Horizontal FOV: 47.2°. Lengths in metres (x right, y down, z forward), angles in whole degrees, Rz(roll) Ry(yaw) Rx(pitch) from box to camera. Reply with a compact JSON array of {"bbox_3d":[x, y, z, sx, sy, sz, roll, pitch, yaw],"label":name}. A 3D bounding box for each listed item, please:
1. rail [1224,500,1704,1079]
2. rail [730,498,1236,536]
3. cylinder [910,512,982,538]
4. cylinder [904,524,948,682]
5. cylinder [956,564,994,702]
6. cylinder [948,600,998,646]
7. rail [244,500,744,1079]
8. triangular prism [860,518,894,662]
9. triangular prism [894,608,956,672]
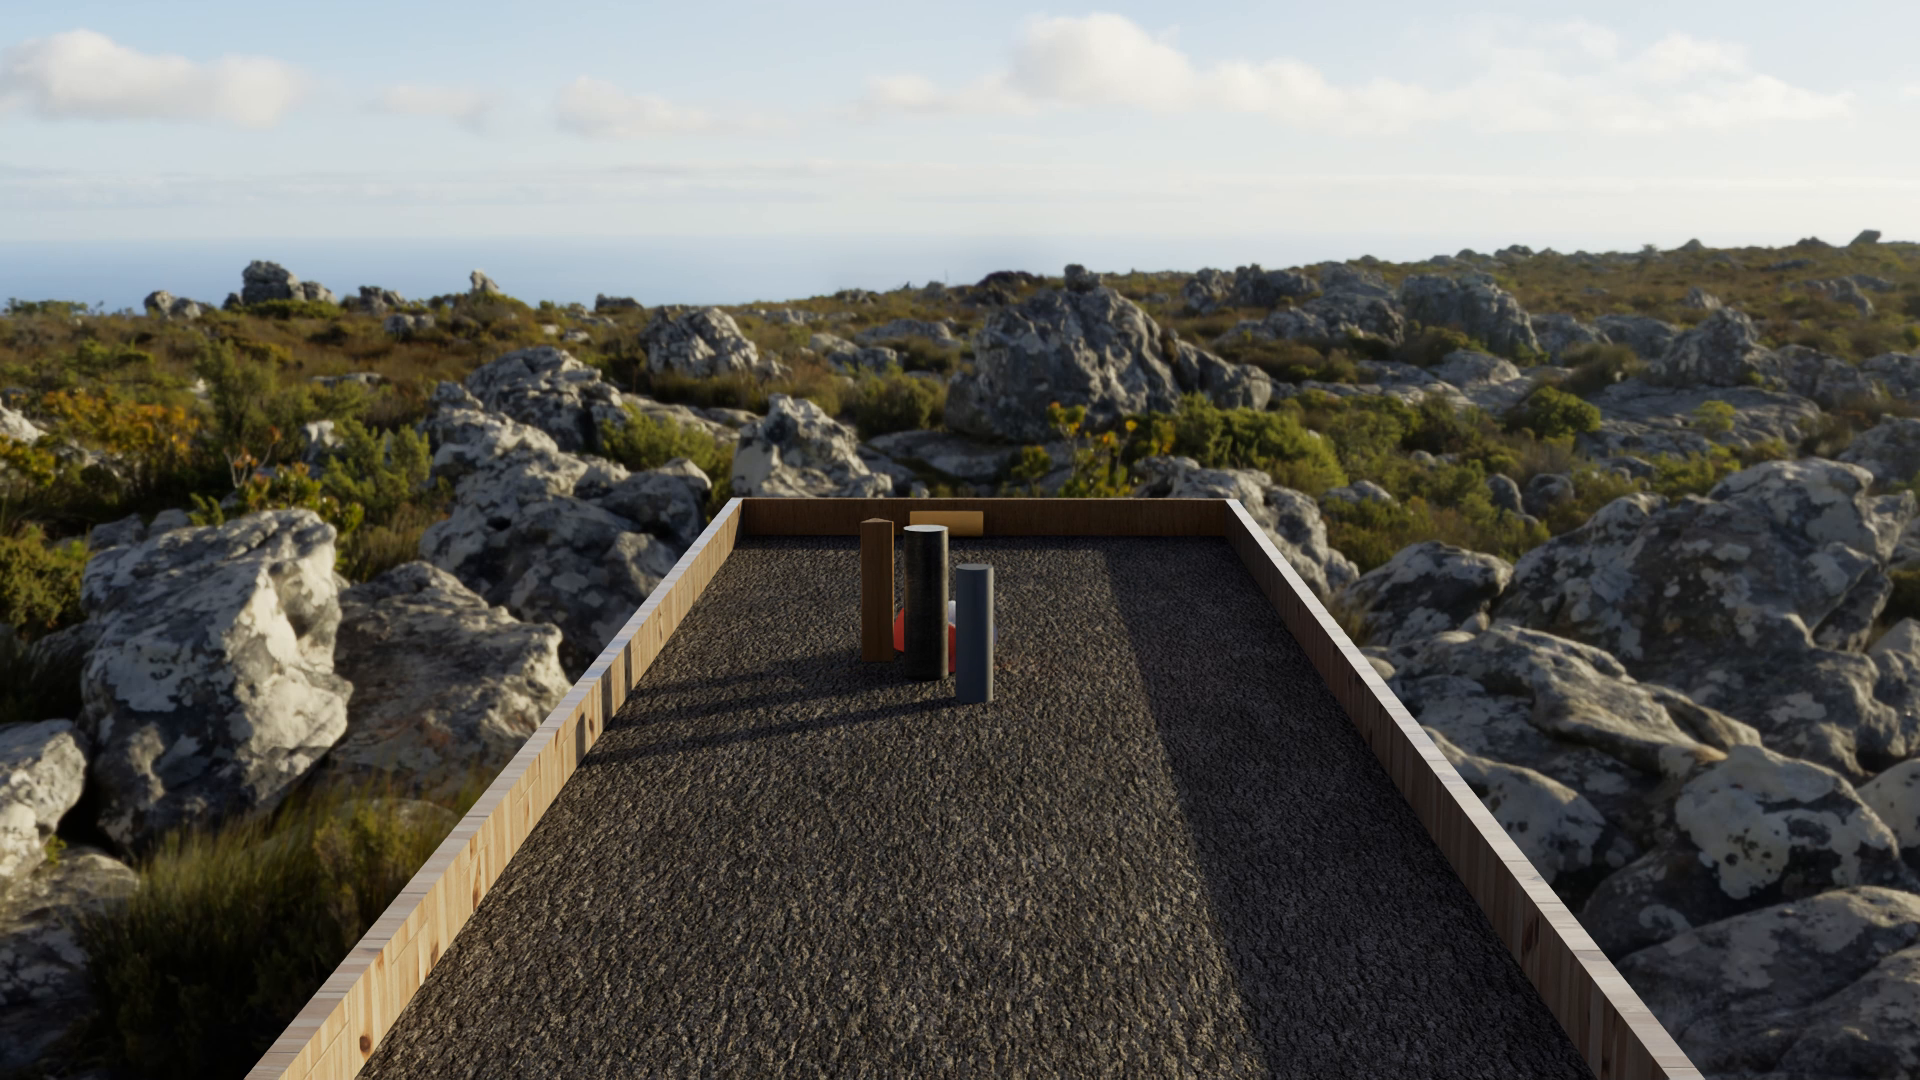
[{"bbox_3d":[1.046,0.843,3.208,0.050,0.150,12.000,0,9,1],"label":"rail"},{"bbox_3d":[0.099,-0.098,9.147,2.100,0.150,0.050,0,9,1],"label":"rail"},{"bbox_3d":[-0.056,-0.065,9.071,0.300,0.109,0.109,0,9,0],"label":"cylinder"},{"bbox_3d":[-0.099,0.183,6.442,0.131,0.442,0.131,0,9,0],"label":"cylinder"},{"bbox_3d":[0.040,0.260,6.164,0.106,0.376,0.106,0,9,0],"label":"cylinder"},{"bbox_3d":[0.019,0.274,6.913,0.115,0.115,0.302,-3,9,-17],"label":"cylinder"},{"bbox_3d":[-1.004,0.839,3.234,0.050,0.150,12.000,0,9,1],"label":"rail"},{"bbox_3d":[-0.254,0.151,6.690,0.097,0.428,0.084,-1,9,-6],"label":"triangular prism"},{"bbox_3d":[-0.080,0.300,6.736,0.131,0.113,0.438,-4,10,-26],"label":"triangular prism"}]
